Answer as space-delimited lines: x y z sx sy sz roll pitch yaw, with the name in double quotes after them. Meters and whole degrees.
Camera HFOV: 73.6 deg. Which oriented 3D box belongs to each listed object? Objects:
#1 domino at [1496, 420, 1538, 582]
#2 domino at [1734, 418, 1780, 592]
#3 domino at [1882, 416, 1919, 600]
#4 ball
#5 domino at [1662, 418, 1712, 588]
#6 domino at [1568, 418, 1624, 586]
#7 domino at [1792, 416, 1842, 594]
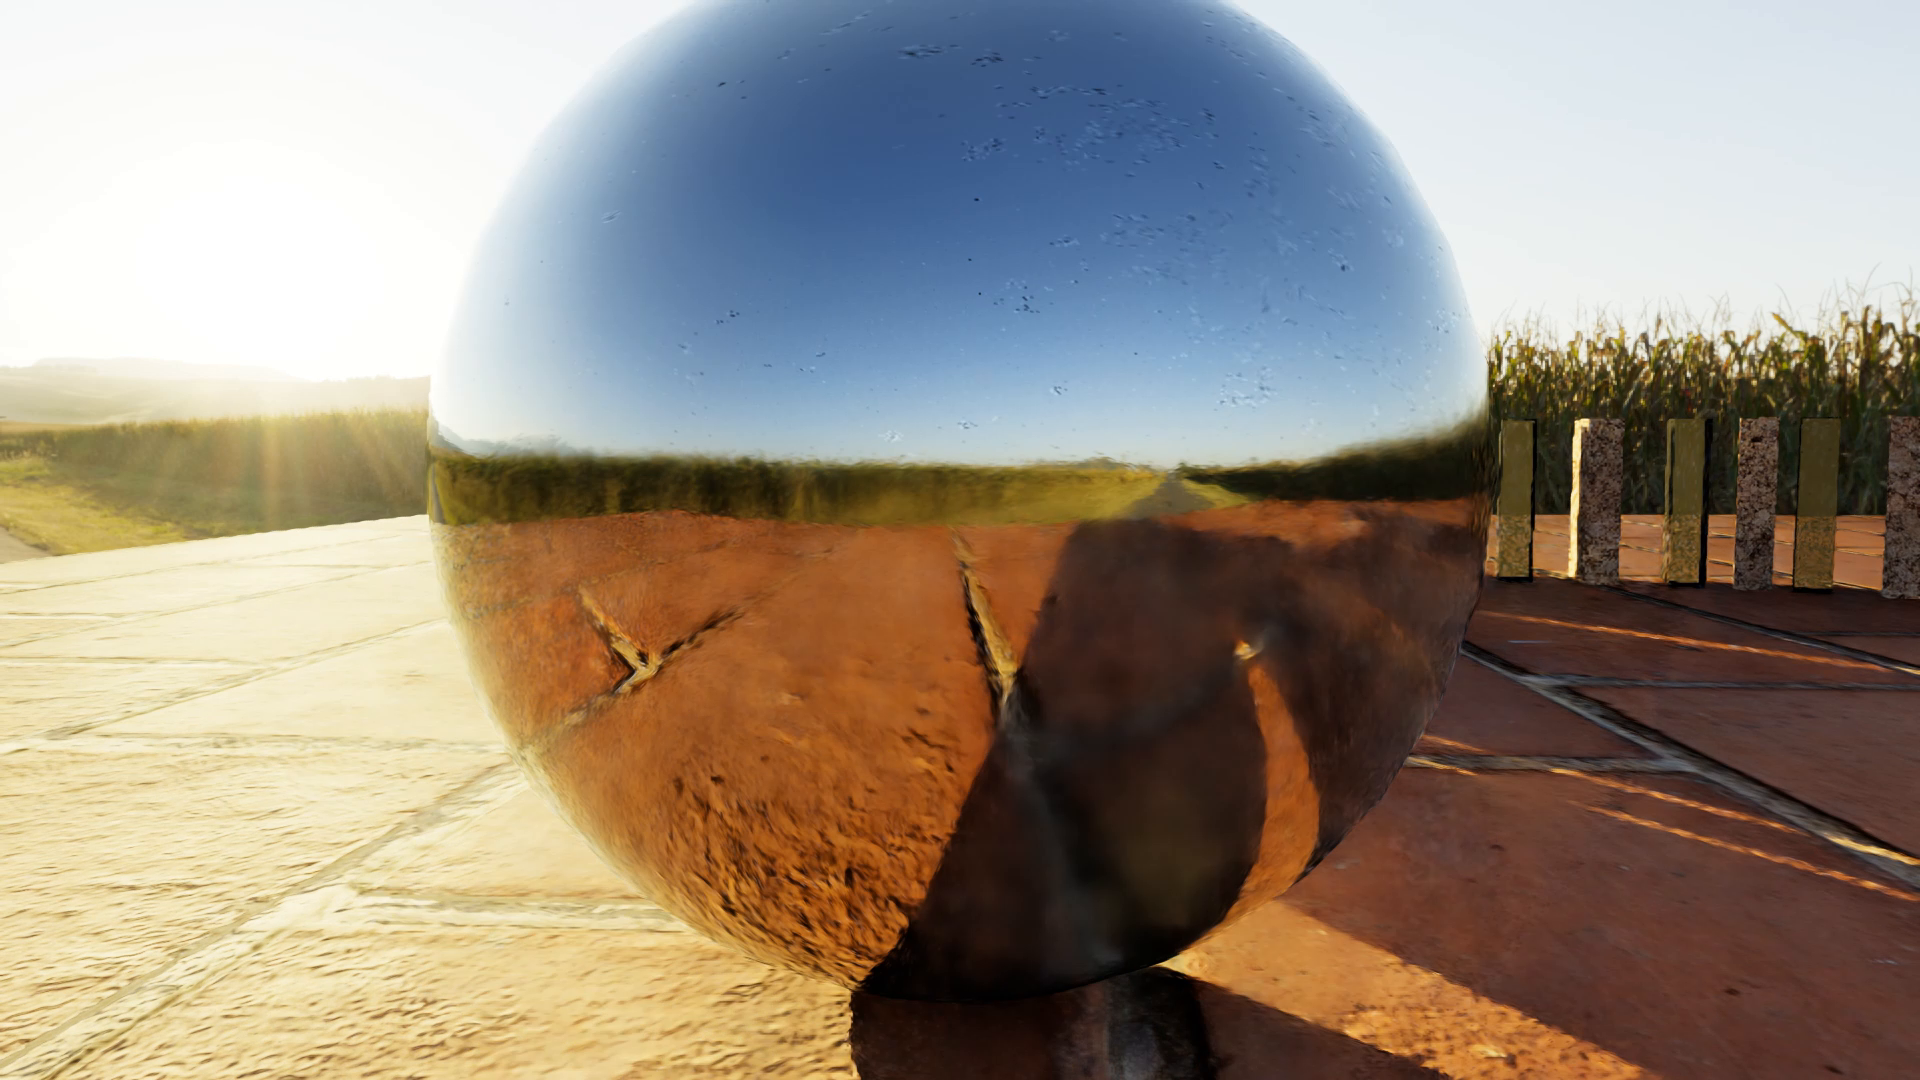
0.176 -0.013 0.405 0.009 0.050 0.025 2 5 21 "domino"
0.237 -0.011 0.382 0.010 0.050 0.025 3 5 31 "domino"
0.267 -0.010 0.361 0.009 0.050 0.025 3 5 37 "domino"
0.000 -0.005 0.103 0.080 0.080 0.080 0 4 0 "ball"
0.221 -0.012 0.390 0.009 0.050 0.025 2 5 24 "domino"
0.197 -0.012 0.398 0.009 0.050 0.025 1 4 16 "domino"
0.250 -0.010 0.374 0.009 0.050 0.025 3 5 35 "domino"
